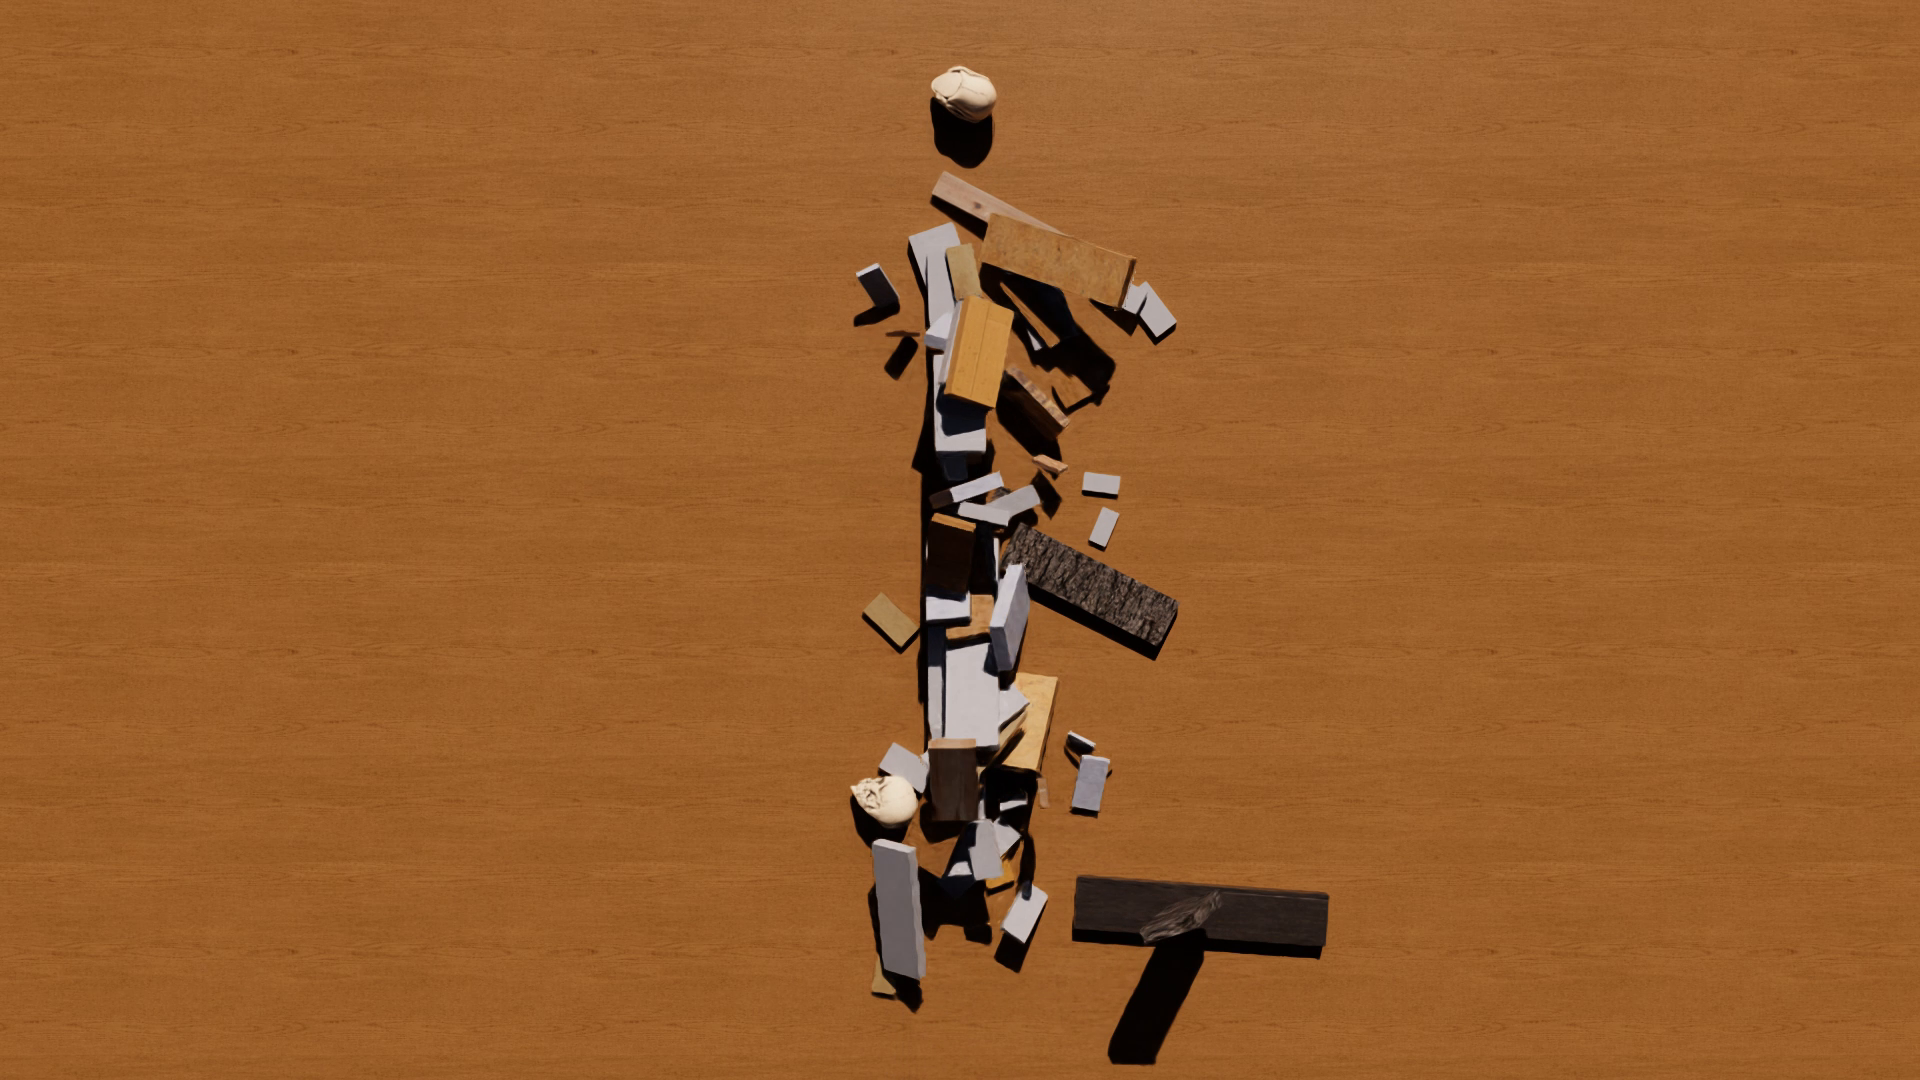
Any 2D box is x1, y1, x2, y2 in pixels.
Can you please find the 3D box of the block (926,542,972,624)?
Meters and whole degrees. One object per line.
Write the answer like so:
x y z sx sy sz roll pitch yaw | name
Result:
-0.037 0.131 5.310 0.138 0.039 0.275 -5 65 8 | block

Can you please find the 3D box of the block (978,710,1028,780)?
0.073 0.625 5.253 0.146 0.041 0.293 34 77 20 | block

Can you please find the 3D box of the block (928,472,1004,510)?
0.016 -0.156 5.250 0.166 0.332 0.047 -19 92 -13 | block

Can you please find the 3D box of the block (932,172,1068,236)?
0.132 -1.075 5.462 0.471 0.025 0.087 29 86 6 | block

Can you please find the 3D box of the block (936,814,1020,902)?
0.060 1.052 5.455 0.305 0.027 0.096 -45 84 0 | block

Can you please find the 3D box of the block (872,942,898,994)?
-0.242 1.425 5.489 0.077 0.022 0.163 10 90 0 | block

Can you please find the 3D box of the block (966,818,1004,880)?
0.076 0.992 5.282 0.092 0.026 0.184 -13 89 22 | block

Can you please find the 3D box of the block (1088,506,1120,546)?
0.479 -0.044 5.492 0.060 0.017 0.120 23 90 0 | block

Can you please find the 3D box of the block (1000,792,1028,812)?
0.175 0.857 5.396 0.094 0.013 0.047 -18 46 21 | block

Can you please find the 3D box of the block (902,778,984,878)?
-0.062 0.897 5.290 0.165 0.047 0.329 26 100 18 | block

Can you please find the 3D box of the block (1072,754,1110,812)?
0.431 0.803 5.459 0.092 0.026 0.184 10 108 0 | block

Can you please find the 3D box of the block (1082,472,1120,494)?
0.470 -0.189 5.492 0.120 0.017 0.060 7 90 0 | block

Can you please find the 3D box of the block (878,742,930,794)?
-0.164 0.762 5.486 0.192 0.027 0.096 31 90 0 | block

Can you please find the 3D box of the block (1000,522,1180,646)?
0.427 0.147 5.477 0.594 0.047 0.165 27 90 0 | block

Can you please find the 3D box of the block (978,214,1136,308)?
0.310 -0.907 5.335 0.517 0.045 0.160 23 108 23 | block

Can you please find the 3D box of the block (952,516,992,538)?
0.006 -0.040 5.276 0.138 0.275 0.039 12 87 -9 | block

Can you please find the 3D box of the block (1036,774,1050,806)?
0.261 0.792 5.208 0.025 0.176 0.088 -9 84 1 | block

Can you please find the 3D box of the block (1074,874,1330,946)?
0.800 1.230 5.476 0.832 0.048 0.171 4 90 0 | block

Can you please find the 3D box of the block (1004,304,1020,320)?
0.139 -0.749 5.475 0.110 0.016 0.055 -14 83 -9 | block

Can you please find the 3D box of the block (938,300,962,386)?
0.024 -0.592 5.115 0.135 0.038 0.269 19 76 -27 | block

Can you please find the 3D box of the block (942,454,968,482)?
-0.019 -0.256 5.287 0.069 0.020 0.139 -4 78 -21 | block

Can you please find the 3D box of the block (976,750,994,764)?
0.053 0.670 5.207 0.094 0.013 0.047 15 68 14 | block

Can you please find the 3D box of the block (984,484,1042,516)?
0.100 -0.086 5.432 0.335 0.020 0.069 -24 102 -3 | block

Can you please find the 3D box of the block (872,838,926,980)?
-0.196 1.199 5.355 0.146 0.041 0.459 7 110 34 | block

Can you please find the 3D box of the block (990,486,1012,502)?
0.130 -0.124 5.481 0.053 0.015 0.106 24 80 -3 | block

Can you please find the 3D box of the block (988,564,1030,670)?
0.162 0.244 5.284 0.048 0.341 0.171 -2 124 15 | block

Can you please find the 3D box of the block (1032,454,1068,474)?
0.296 -0.249 5.413 0.110 0.055 0.016 25 122 29 | block

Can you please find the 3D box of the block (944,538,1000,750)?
0.043 0.329 5.308 0.166 0.047 0.714 -2 65 7 | block

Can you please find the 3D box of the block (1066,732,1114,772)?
0.431 0.724 5.489 0.077 0.022 0.154 -41 90 0 | block

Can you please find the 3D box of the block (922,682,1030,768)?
0.049 0.601 5.219 0.374 0.025 0.088 -38 65 -10 | block

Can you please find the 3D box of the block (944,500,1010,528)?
0.052 -0.079 5.250 0.160 0.319 0.045 12 87 -8 | block

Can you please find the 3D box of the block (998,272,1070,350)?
0.244 -0.761 5.445 0.080 0.023 0.274 -39 90 0 | block

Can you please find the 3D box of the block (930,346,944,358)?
-0.049 -0.612 5.411 0.087 0.174 0.025 19 85 1 | block

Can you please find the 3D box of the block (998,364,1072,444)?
0.237 -0.449 5.427 0.269 0.135 0.038 45 66 2 | block
